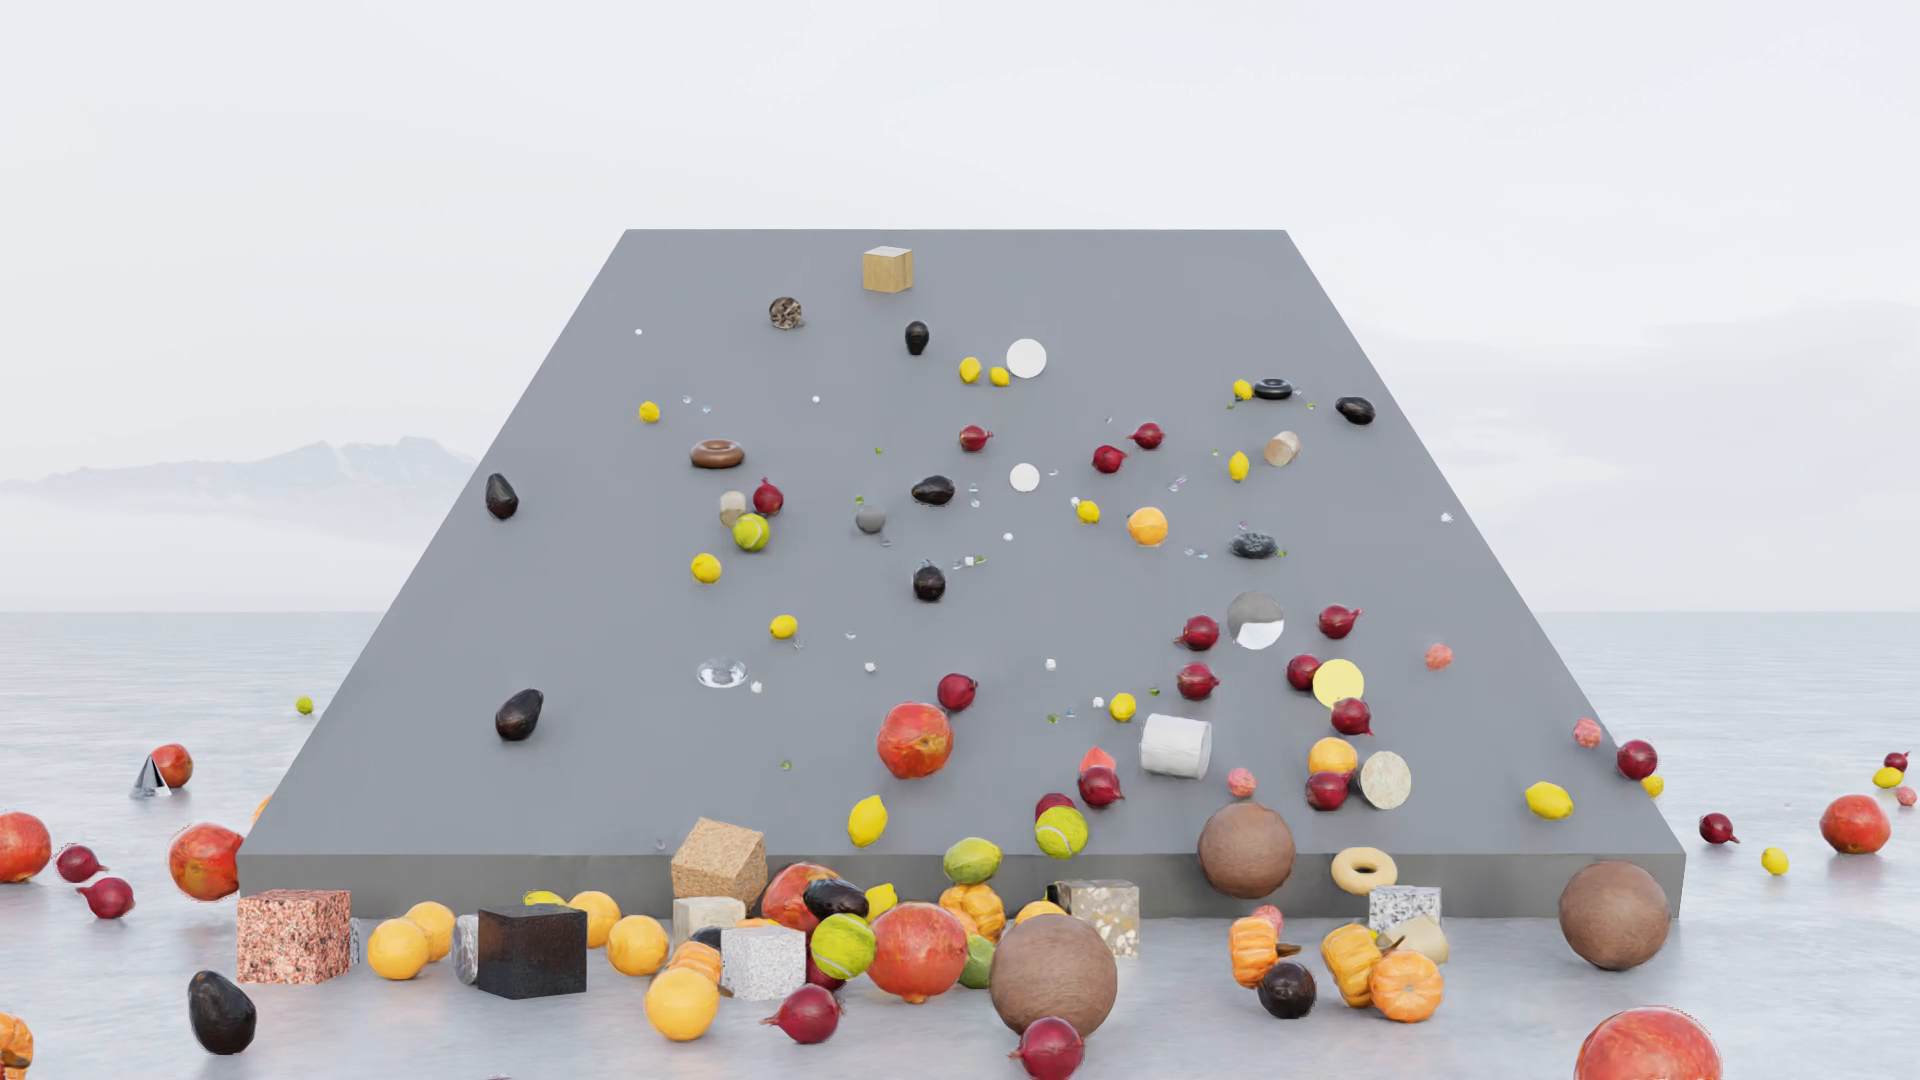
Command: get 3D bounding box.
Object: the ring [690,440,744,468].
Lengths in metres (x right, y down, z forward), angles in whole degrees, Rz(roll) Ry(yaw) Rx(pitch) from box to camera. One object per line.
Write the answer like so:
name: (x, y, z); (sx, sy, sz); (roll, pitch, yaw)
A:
ring: (-0.508, -0.180, 4.742); (0.115, 0.038, 0.115); (1, 20, 0)

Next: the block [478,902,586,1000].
block: (-0.485, 0.465, 2.569); (0.091, 0.091, 0.091); (1, -2, -36)

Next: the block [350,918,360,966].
block: (-0.764, 0.488, 2.744); (0.055, 0.055, 0.055); (0, -2, 7)

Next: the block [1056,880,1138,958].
block: (0.173, 0.476, 2.854); (0.086, 0.086, 0.086); (0, -2, -10)

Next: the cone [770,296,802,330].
cone: (-0.453, -0.572, 5.811); (0.086, 0.086, 0.086); (0, -7, -13)

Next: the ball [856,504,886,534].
ball: (-0.170, -0.041, 4.334); (0.058, 0.058, 0.058); (0, -2, 0)

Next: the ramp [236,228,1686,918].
ramp: (-0.005, -0.208, 5.020); (2.000, 0.100, 4.000); (0, 20, 0)

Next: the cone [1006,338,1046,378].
cone: (0.161, -0.424, 5.404); (0.094, 0.094, 0.094); (0, -7, 5)

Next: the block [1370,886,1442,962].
block: (0.554, 0.476, 2.815); (0.083, 0.083, 0.083); (0, -2, 15)

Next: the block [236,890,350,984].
block: (-0.782, 0.465, 2.664); (0.096, 0.096, 0.096); (0, -2, 8)

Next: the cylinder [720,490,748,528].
cylinder: (-0.436, -0.058, 4.364); (0.052, 0.052, 0.052); (0, 41, -8)

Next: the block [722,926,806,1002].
block: (-0.220, 0.474, 2.545); (0.070, 0.070, 0.070); (1, -2, -31)

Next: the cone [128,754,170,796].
cone: (-1.865, 0.538, 5.221); (0.096, 0.096, 0.096); (0, -2, 0)

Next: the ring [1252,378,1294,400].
ring: (0.719, -0.347, 5.214); (0.094, 0.031, 0.094); (-1, 21, 0)

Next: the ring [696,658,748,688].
ring: (-0.386, 0.216, 3.678); (0.083, 0.028, 0.083); (0, 19, 0)

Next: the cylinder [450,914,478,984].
cylinder: (-0.538, 0.473, 2.636); (0.079, 0.079, 0.079); (1, -2, -36)

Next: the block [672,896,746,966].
block: (-0.310, 0.481, 2.798); (0.071, 0.071, 0.071); (1, -2, -23)

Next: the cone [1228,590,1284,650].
cone: (0.487, 0.140, 3.863); (0.100, 0.100, 0.100); (0, -7, -12)

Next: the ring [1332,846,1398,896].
ring: (0.548, 0.449, 3.077); (0.089, 0.030, 0.089); (-1, 31, 0)

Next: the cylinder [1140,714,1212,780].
cylinder: (0.319, 0.305, 3.346); (0.087, 0.087, 0.087); (8, 1, 17)

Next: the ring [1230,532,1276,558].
ring: (0.549, 0.010, 4.242); (0.087, 0.029, 0.087); (0, 19, 0)

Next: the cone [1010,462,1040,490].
cone: (0.133, -0.122, 4.603); (0.059, 0.059, 0.059); (0, -13, 3)

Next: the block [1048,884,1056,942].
block: (0.162, 0.485, 2.940); (0.072, 0.072, 0.072); (1, -2, -24)

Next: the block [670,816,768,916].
block: (-0.320, 0.444, 3.029); (0.092, 0.092, 0.092); (12, 39, 17)

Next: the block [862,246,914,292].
block: (-0.195, -0.737, 6.174); (0.099, 0.099, 0.099); (11, 23, 28)

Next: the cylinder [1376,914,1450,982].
cylinder: (0.521, 0.470, 2.612); (0.060, 0.060, 0.060); (-19, 4, -16)

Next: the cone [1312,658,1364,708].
cone: (0.605, 0.233, 3.623); (0.080, 0.080, 0.080); (0, -10, 12)
